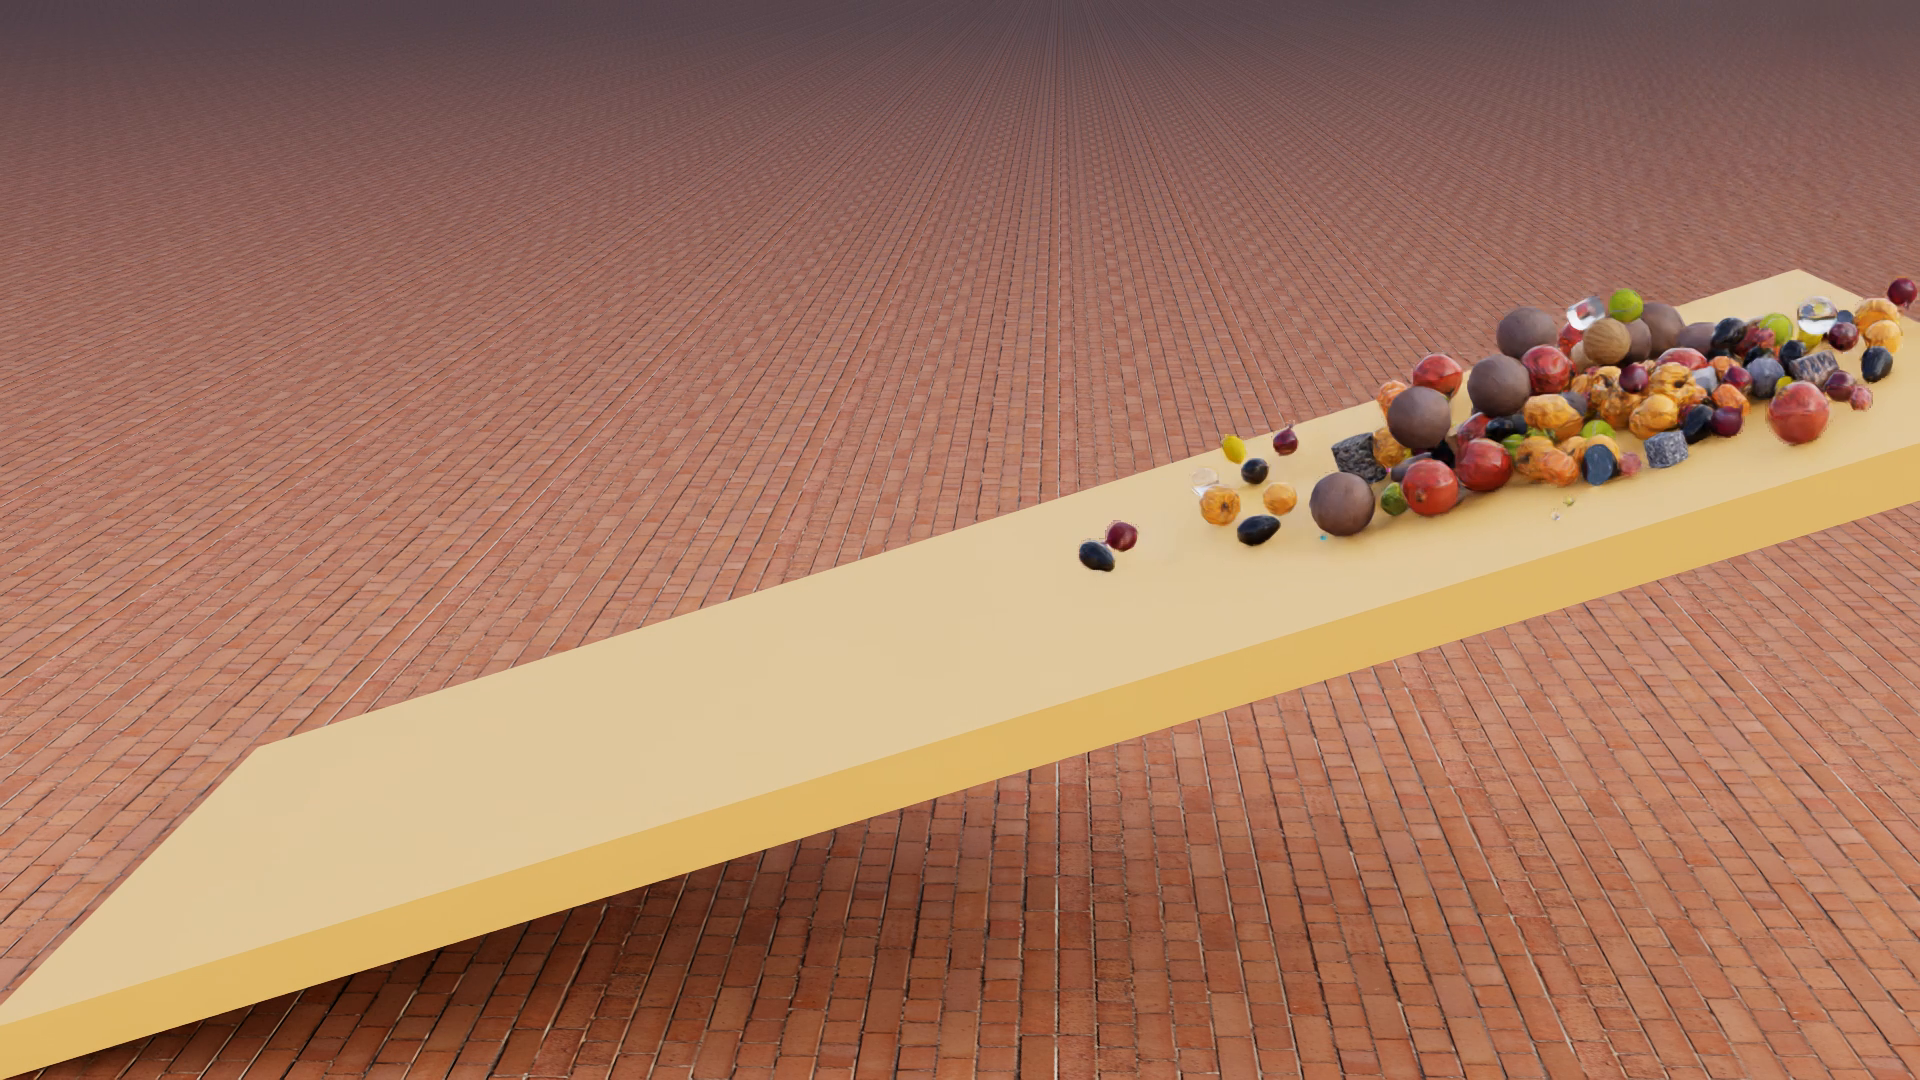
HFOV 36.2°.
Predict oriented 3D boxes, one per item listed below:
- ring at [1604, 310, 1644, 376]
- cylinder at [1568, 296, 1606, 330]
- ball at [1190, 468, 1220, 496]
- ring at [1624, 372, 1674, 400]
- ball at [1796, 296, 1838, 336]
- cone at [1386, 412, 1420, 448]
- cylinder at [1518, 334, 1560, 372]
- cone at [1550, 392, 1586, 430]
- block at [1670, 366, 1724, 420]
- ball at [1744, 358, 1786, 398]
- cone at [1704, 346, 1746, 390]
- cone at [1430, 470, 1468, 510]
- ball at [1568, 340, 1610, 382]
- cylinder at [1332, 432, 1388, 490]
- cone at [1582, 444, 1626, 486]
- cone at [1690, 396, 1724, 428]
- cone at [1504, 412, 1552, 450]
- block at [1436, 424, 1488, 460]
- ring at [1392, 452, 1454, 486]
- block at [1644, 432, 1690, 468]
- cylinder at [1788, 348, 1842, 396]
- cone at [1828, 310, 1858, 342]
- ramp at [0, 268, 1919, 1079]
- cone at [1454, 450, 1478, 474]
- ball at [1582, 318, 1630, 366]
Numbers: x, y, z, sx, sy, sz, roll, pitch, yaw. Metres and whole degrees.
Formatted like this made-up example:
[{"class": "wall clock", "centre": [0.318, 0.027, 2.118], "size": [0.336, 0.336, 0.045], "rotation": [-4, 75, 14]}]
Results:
[{"class": "ring", "centre": [1.466, -0.438, 6.524], "size": [0.146, 0.146, 0.049], "rotation": [-10, 7, -41]}, {"class": "cylinder", "centre": [1.405, -0.508, 6.593], "size": [0.060, 0.060, 0.060], "rotation": [-9, -12, -38]}, {"class": "ball", "centre": [0.557, -0.131, 6.696], "size": [0.066, 0.066, 0.066], "rotation": [0, 12, 0]}, {"class": "ring", "centre": [1.465, -0.326, 6.239], "size": [0.111, 0.037, 0.111], "rotation": [-14, 13, 3]}, {"class": "ball", "centre": [1.756, -0.460, 6.026], "size": [0.081, 0.081, 0.081], "rotation": [0, 12, 0]}, {"class": "cone", "centre": [0.978, -0.233, 6.595], "size": [0.078, 0.078, 0.078], "rotation": [-50, 31, -15]}, {"class": "cylinder", "centre": [1.361, -0.439, 6.914], "size": [0.069, 0.069, 0.069], "rotation": [-24, 23, -31]}, {"class": "cone", "centre": [1.251, -0.284, 6.139], "size": [0.083, 0.083, 0.083], "rotation": [-4, 22, -18]}, {"class": "block", "centre": [1.487, -0.297, 5.937], "size": [0.077, 0.077, 0.077], "rotation": [-13, 12, 26]}, {"class": "ball", "centre": [1.602, -0.323, 5.858], "size": [0.081, 0.081, 0.081], "rotation": [0, 12, 0]}, {"class": "cone", "centre": [1.609, -0.348, 6.090], "size": [0.097, 0.097, 0.097], "rotation": [6, 9, -22]}, {"class": "cone", "centre": [0.990, -0.095, 5.859], "size": [0.078, 0.078, 0.078], "rotation": [8, 4, -40]}, {"class": "ball", "centre": [1.407, -0.401, 6.564], "size": [0.096, 0.096, 0.096], "rotation": [0, 12, 0]}, {"class": "cylinder", "centre": [0.855, -0.169, 6.296], "size": [0.094, 0.094, 0.094], "rotation": [-20, 9, 3]}, {"class": "cone", "centre": [1.251, -0.140, 5.642], "size": [0.081, 0.081, 0.081], "rotation": [7, 5, -35]}, {"class": "cone", "centre": [1.466, -0.240, 5.810], "size": [0.062, 0.062, 0.062], "rotation": [-42, -5, 22]}, {"class": "cone", "centre": [1.164, -0.243, 6.086], "size": [0.087, 0.087, 0.087], "rotation": [25, 20, 18]}, {"class": "block", "centre": [1.059, -0.202, 6.201], "size": [0.068, 0.068, 0.068], "rotation": [-23, 12, -20]}, {"class": "ring", "centre": [0.968, -0.149, 6.150], "size": [0.137, 0.046, 0.137], "rotation": [-18, 9, 3]}, {"class": "block", "centre": [1.345, -0.172, 5.600], "size": [0.054, 0.054, 0.054], "rotation": [-24, 12, -27]}, {"class": "cylinder", "centre": [1.683, -0.330, 5.787], "size": [0.073, 0.073, 0.073], "rotation": [-26, 15, -4]}, {"class": "cone", "centre": [1.869, -0.444, 6.180], "size": [0.067, 0.067, 0.067], "rotation": [12, 2, 45]}, {"class": "ramp", "centre": [0.101, 0.183, 6.310], "size": [4.000, 0.100, 2.000], "rotation": [-17, 10, 5]}, {"class": "cone", "centre": [1.044, -0.168, 6.104], "size": [0.050, 0.050, 0.050], "rotation": [-18, 10, 3]}, {"class": "ball", "centre": [1.221, -0.375, 5.556], "size": [0.090, 0.090, 0.090], "rotation": [0, 12, 0]}]
